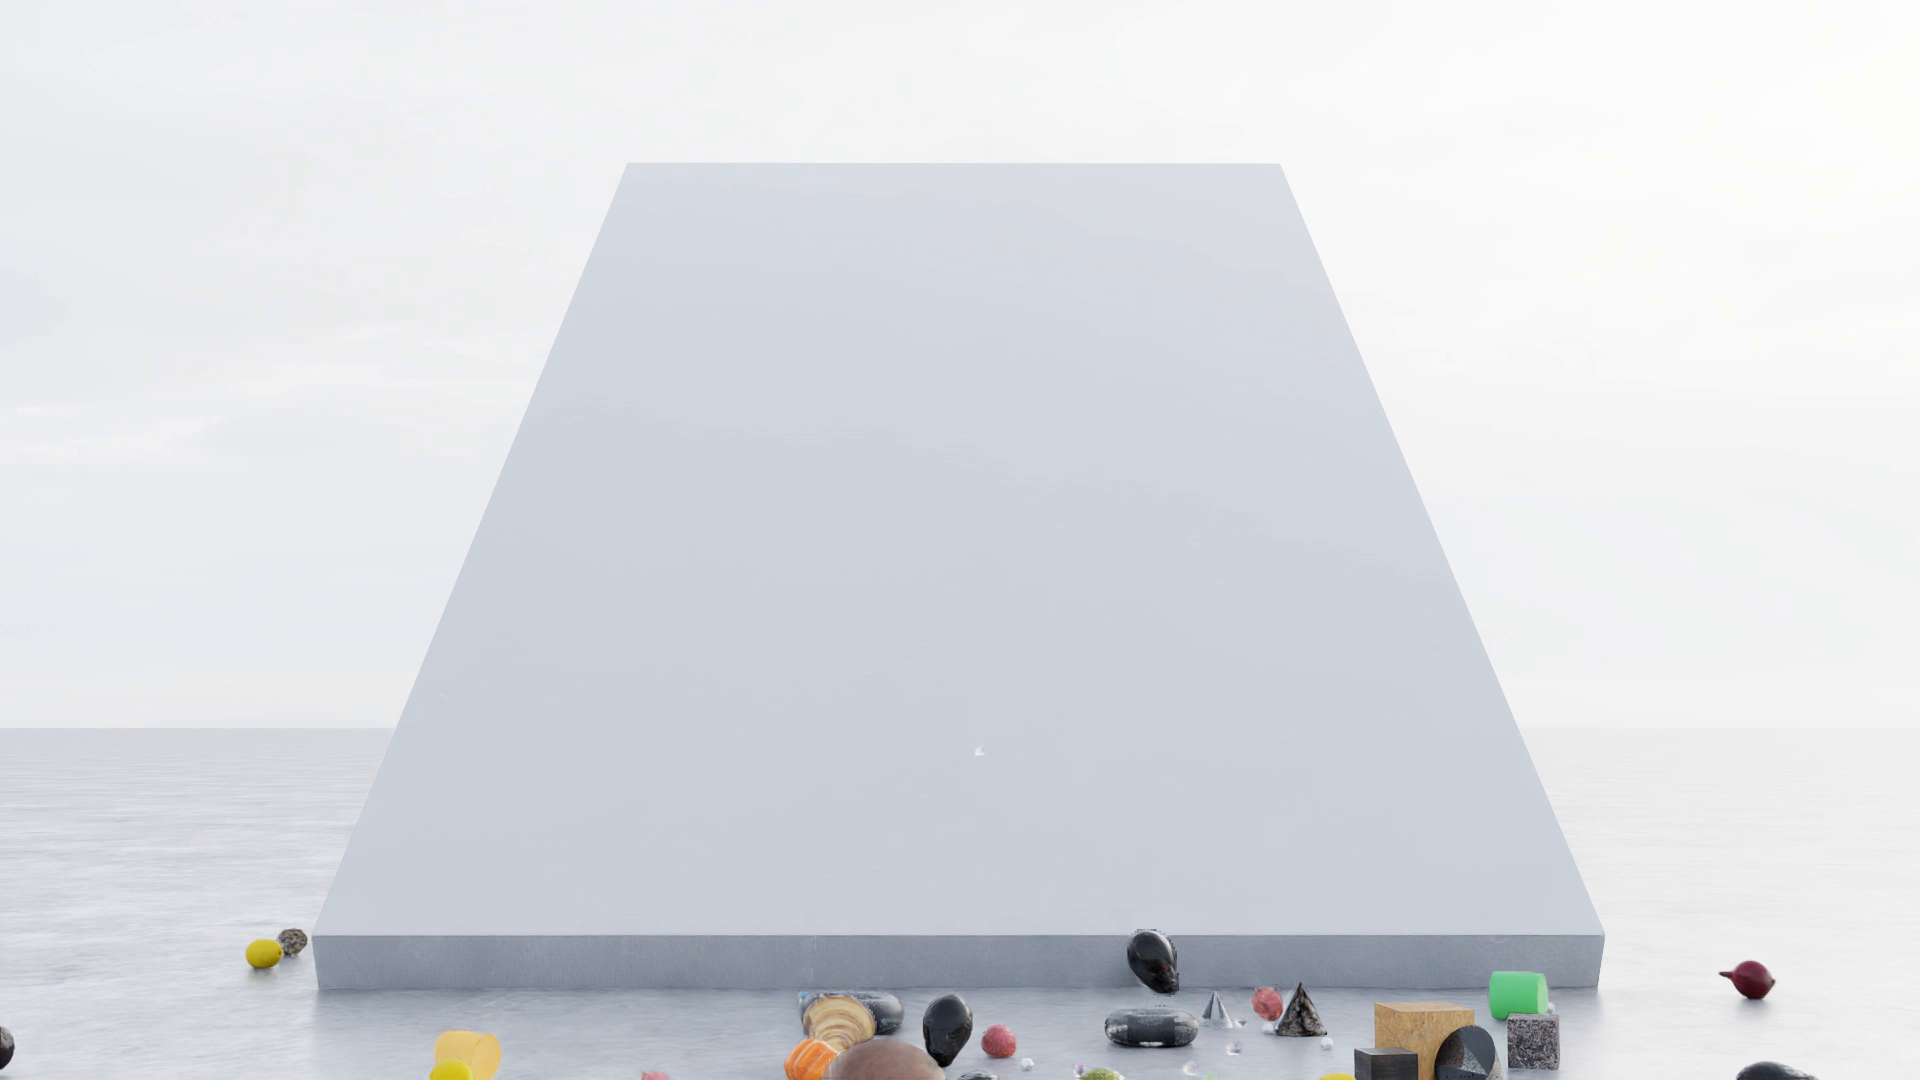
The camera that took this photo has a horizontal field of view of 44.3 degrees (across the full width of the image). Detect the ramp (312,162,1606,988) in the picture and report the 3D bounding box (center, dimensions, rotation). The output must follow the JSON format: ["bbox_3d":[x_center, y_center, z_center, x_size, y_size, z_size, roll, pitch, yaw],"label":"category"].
[{"bbox_3d":[-0.010,-0.228,5.461,2.000,0.100,4.000,0,26,0],"label":"ramp"}]

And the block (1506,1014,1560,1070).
[{"bbox_3d":[0.694,0.606,2.855,0.058,0.058,0.058,-1,-5,17],"label":"block"}]

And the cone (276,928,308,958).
[{"bbox_3d":[-1.183,0.726,4.181,0.054,0.054,0.054,2,22,-20],"label":"cone"}]

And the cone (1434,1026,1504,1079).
[{"bbox_3d":[0.593,0.602,2.661,0.082,0.082,0.082,35,-24,-31],"label":"cone"}]

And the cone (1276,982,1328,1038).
[{"bbox_3d":[0.454,0.622,3.138,0.070,0.070,0.070,0,-4,0],"label":"cone"}]

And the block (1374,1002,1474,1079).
[{"bbox_3d":[0.535,0.581,2.717,0.087,0.087,0.087,1,-4,-11],"label":"block"}]

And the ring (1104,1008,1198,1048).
[{"bbox_3d":[0.247,0.631,3.054,0.122,0.041,0.122,0,-6,0],"label":"ring"}]

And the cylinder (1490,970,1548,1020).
[{"bbox_3d":[0.780,0.636,3.294,0.066,0.066,0.066,-2,-5,26],"label":"cylinder"}]

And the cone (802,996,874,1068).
[{"bbox_3d":[-0.153,0.616,2.866,0.090,0.090,0.090,0,22,5],"label":"cone"}]

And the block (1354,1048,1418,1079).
[{"bbox_3d":[0.468,0.588,2.589,0.054,0.054,0.054,1,-4,-10],"label":"block"}]

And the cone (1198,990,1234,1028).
[{"bbox_3d":[0.349,0.639,3.225,0.050,0.050,0.050,0,-4,0],"label":"cone"}]

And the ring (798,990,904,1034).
[{"bbox_3d":[-0.146,0.637,3.176,0.143,0.048,0.143,0,-3,0],"label":"ring"}]
